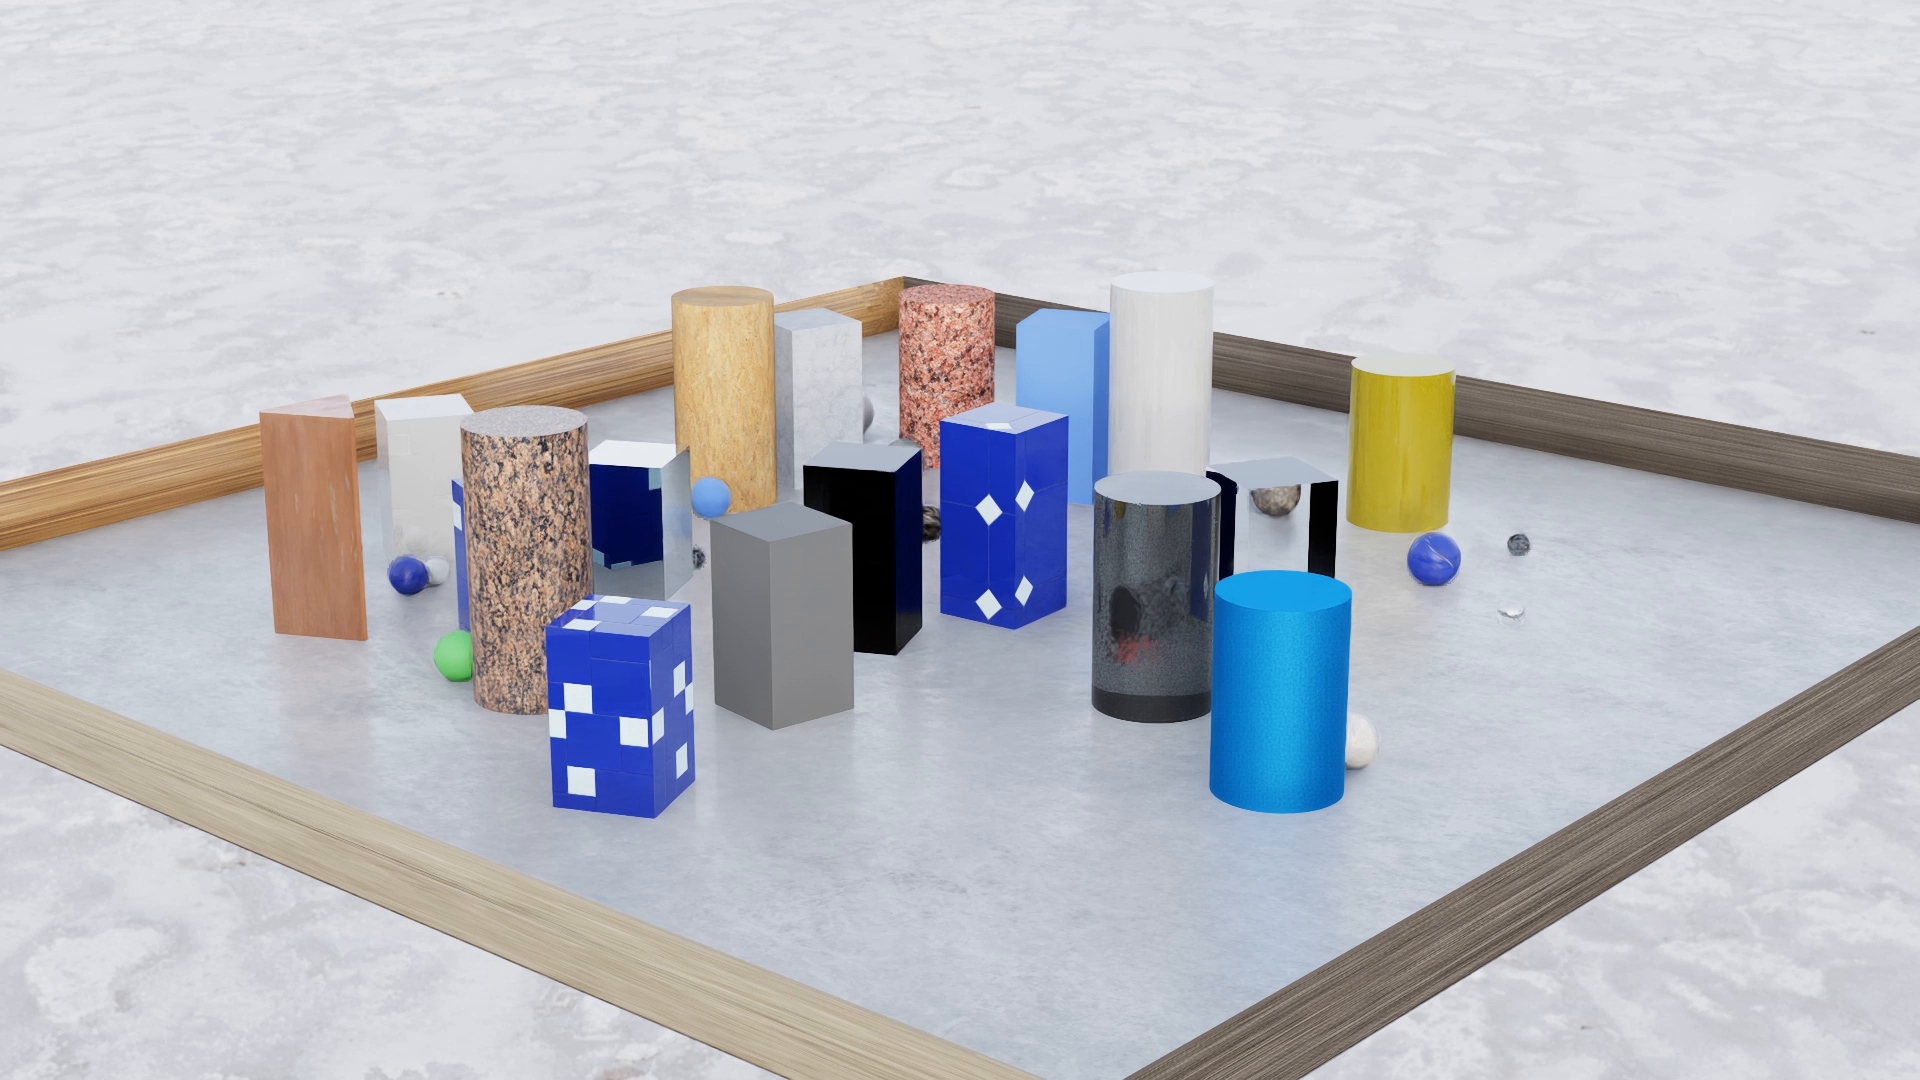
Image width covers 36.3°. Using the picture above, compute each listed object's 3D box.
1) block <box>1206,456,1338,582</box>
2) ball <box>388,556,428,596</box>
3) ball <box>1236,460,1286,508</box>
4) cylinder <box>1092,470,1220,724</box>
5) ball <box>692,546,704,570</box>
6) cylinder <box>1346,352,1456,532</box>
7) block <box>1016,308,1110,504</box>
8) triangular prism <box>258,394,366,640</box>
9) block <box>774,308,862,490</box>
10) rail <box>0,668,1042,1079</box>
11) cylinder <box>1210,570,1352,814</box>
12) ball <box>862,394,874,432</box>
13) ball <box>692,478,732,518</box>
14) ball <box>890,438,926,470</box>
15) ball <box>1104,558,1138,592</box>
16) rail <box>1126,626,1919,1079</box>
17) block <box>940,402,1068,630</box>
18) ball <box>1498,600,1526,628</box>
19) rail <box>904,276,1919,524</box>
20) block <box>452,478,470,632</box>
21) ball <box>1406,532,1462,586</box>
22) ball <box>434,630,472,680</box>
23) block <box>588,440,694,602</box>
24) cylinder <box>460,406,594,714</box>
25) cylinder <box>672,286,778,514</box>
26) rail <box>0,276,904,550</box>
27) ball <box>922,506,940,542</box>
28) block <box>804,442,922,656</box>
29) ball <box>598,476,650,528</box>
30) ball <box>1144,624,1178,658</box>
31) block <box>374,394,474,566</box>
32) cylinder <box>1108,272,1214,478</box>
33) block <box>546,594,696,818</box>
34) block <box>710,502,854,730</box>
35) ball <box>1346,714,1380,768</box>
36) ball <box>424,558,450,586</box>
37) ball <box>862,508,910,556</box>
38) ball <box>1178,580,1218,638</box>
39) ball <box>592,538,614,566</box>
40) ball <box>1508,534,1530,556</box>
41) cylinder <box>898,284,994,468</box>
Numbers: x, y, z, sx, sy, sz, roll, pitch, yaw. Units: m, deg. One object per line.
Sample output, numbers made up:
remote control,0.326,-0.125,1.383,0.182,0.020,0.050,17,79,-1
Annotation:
block,0.496,0.050,4.711,0.156,0.329,0.156,-6,18,-20
ball,-0.963,0.063,5.122,0.068,0.068,0.068,0,17,0
ball,0.580,-0.109,5.646,0.094,0.094,0.094,0,17,0
cylinder,0.304,0.087,4.555,0.195,0.350,0.195,0,17,0
ball,-0.479,0.033,5.263,0.043,0.043,0.043,0,17,0
cylinder,0.832,-0.185,5.541,0.195,0.301,0.195,0,17,0
block,0.208,-0.262,5.719,0.156,0.345,0.156,6,18,19
triangular prism,-1.053,-0.042,4.924,0.169,0.383,0.146,5,17,15
block,-0.301,-0.284,5.836,0.156,0.319,0.156,-10,20,-31
rail,-0.978,0.357,4.042,2.997,0.127,0.045,14,22,39
cylinder,0.459,0.216,4.210,0.195,0.301,0.195,0,17,0
ball,-0.227,-0.266,6.168,0.094,0.094,0.094,0,17,0
ball,-0.473,-0.080,5.568,0.079,0.079,0.079,0,17,0
ball,-0.110,-0.161,5.837,0.083,0.083,0.083,0,17,0
ball,0.282,0.063,5.138,0.059,0.059,0.059,0,17,0
rail,1.114,0.311,4.194,0.045,0.127,3.031,14,22,39
block,0.075,-0.043,5.000,0.156,0.341,0.156,12,20,34
ball,0.932,0.125,4.952,0.048,0.048,0.048,0,17,0
rail,0.978,-0.293,6.198,2.997,0.127,0.045,14,22,39
block,-0.732,0.041,4.835,0.156,0.276,0.156,-9,19,-26
ball,0.837,0.033,5.176,0.095,0.095,0.095,0,17,0
ball,-0.802,0.185,4.694,0.081,0.081,0.081,0,17,0
block,-0.570,-0.034,5.143,0.156,0.242,0.156,4,17,13
cylinder,-0.671,0.030,4.577,0.195,0.446,0.195,0,17,0
cylinder,-0.453,-0.272,5.652,0.195,0.404,0.195,0,17,0
rail,-1.114,-0.247,6.046,0.045,0.127,3.031,14,22,39
ball,-0.059,-0.031,5.437,0.065,0.065,0.065,0,17,0
block,-0.159,0.013,4.864,0.156,0.313,0.156,5,17,15
ball,-0.634,-0.073,5.520,0.097,0.097,0.097,0,17,0
ball,0.328,0.165,4.801,0.057,0.057,0.057,0,17,0
block,-0.963,-0.105,5.312,0.156,0.280,0.156,-6,18,-18
cylinder,0.379,-0.267,5.550,0.195,0.452,0.195,0,17,0
block,-0.484,0.236,4.195,0.156,0.271,0.156,5,17,16
block,-0.275,0.116,4.543,0.156,0.301,0.156,-13,21,-37
ball,0.580,0.296,4.325,0.081,0.081,0.081,0,17,0
ball,-0.926,0.055,5.180,0.049,0.049,0.049,0,17,0
ball,-0.134,-0.015,5.349,0.087,0.087,0.087,0,17,0
ball,0.410,0.115,4.888,0.096,0.096,0.096,0,17,0
ball,-0.648,0.022,5.289,0.051,0.051,0.051,0,17,0
ball,1.019,0.009,5.347,0.042,0.042,0.042,0,17,0
cylinder,-0.027,-0.335,5.972,0.195,0.339,0.195,0,17,0
